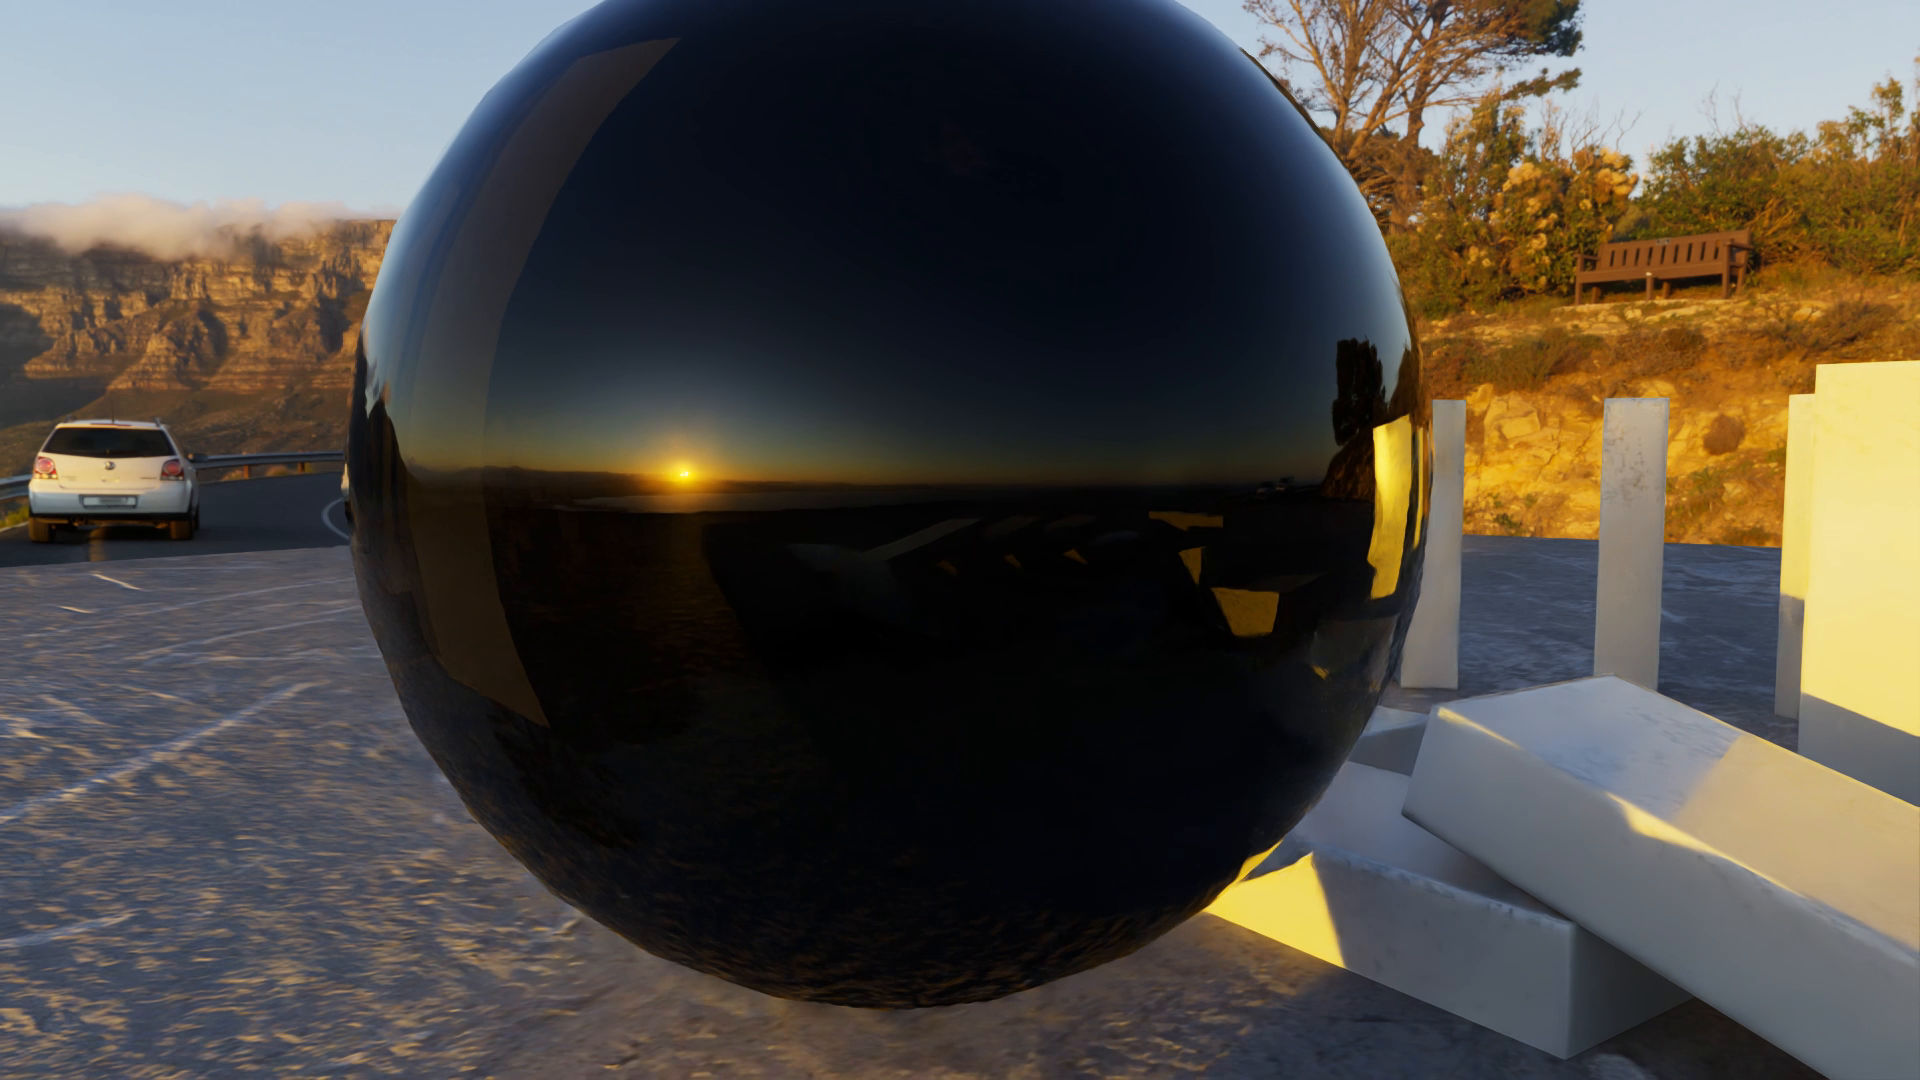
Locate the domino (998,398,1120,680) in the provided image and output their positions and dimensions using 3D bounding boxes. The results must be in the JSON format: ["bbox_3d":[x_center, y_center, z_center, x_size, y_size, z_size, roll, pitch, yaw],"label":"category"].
[{"bbox_3d":[0.017,0.000,0.228,0.009,0.050,0.025,-2,5,-27],"label":"domino"}]

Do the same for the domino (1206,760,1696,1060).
[{"bbox_3d":[0.038,0.029,0.116,0.025,0.009,0.050,-3,5,-34],"label":"domino"}]

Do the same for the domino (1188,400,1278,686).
[{"bbox_3d":[0.050,0.000,0.236,0.009,0.050,0.025,0,4,-3],"label":"domino"}]

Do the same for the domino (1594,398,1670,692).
[{"bbox_3d":[0.116,0.001,0.222,0.009,0.050,0.025,2,5,27],"label":"domino"}]

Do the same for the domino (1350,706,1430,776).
[{"bbox_3d":[0.033,0.025,0.167,0.025,0.010,0.050,-4,6,-40],"label":"domino"}]

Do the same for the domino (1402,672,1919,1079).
[{"bbox_3d":[0.059,0.025,0.086,0.025,0.010,0.050,-3,21,-34],"label":"domino"}]

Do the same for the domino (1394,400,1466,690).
[{"bbox_3d":[0.084,0.000,0.233,0.009,0.050,0.025,1,4,11],"label":"domino"}]

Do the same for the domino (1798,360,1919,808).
[{"bbox_3d":[0.093,0.009,0.117,0.010,0.050,0.025,-3,5,-39],"label":"domino"}]

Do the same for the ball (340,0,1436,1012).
[{"bbox_3d":[-0.005,-0.005,0.102,0.080,0.080,0.080,0,4,0],"label":"ball"}]

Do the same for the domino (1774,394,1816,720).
[{"bbox_3d":[0.141,0.003,0.200,0.025,0.050,0.010,-2,5,-24],"label":"domino"}]
